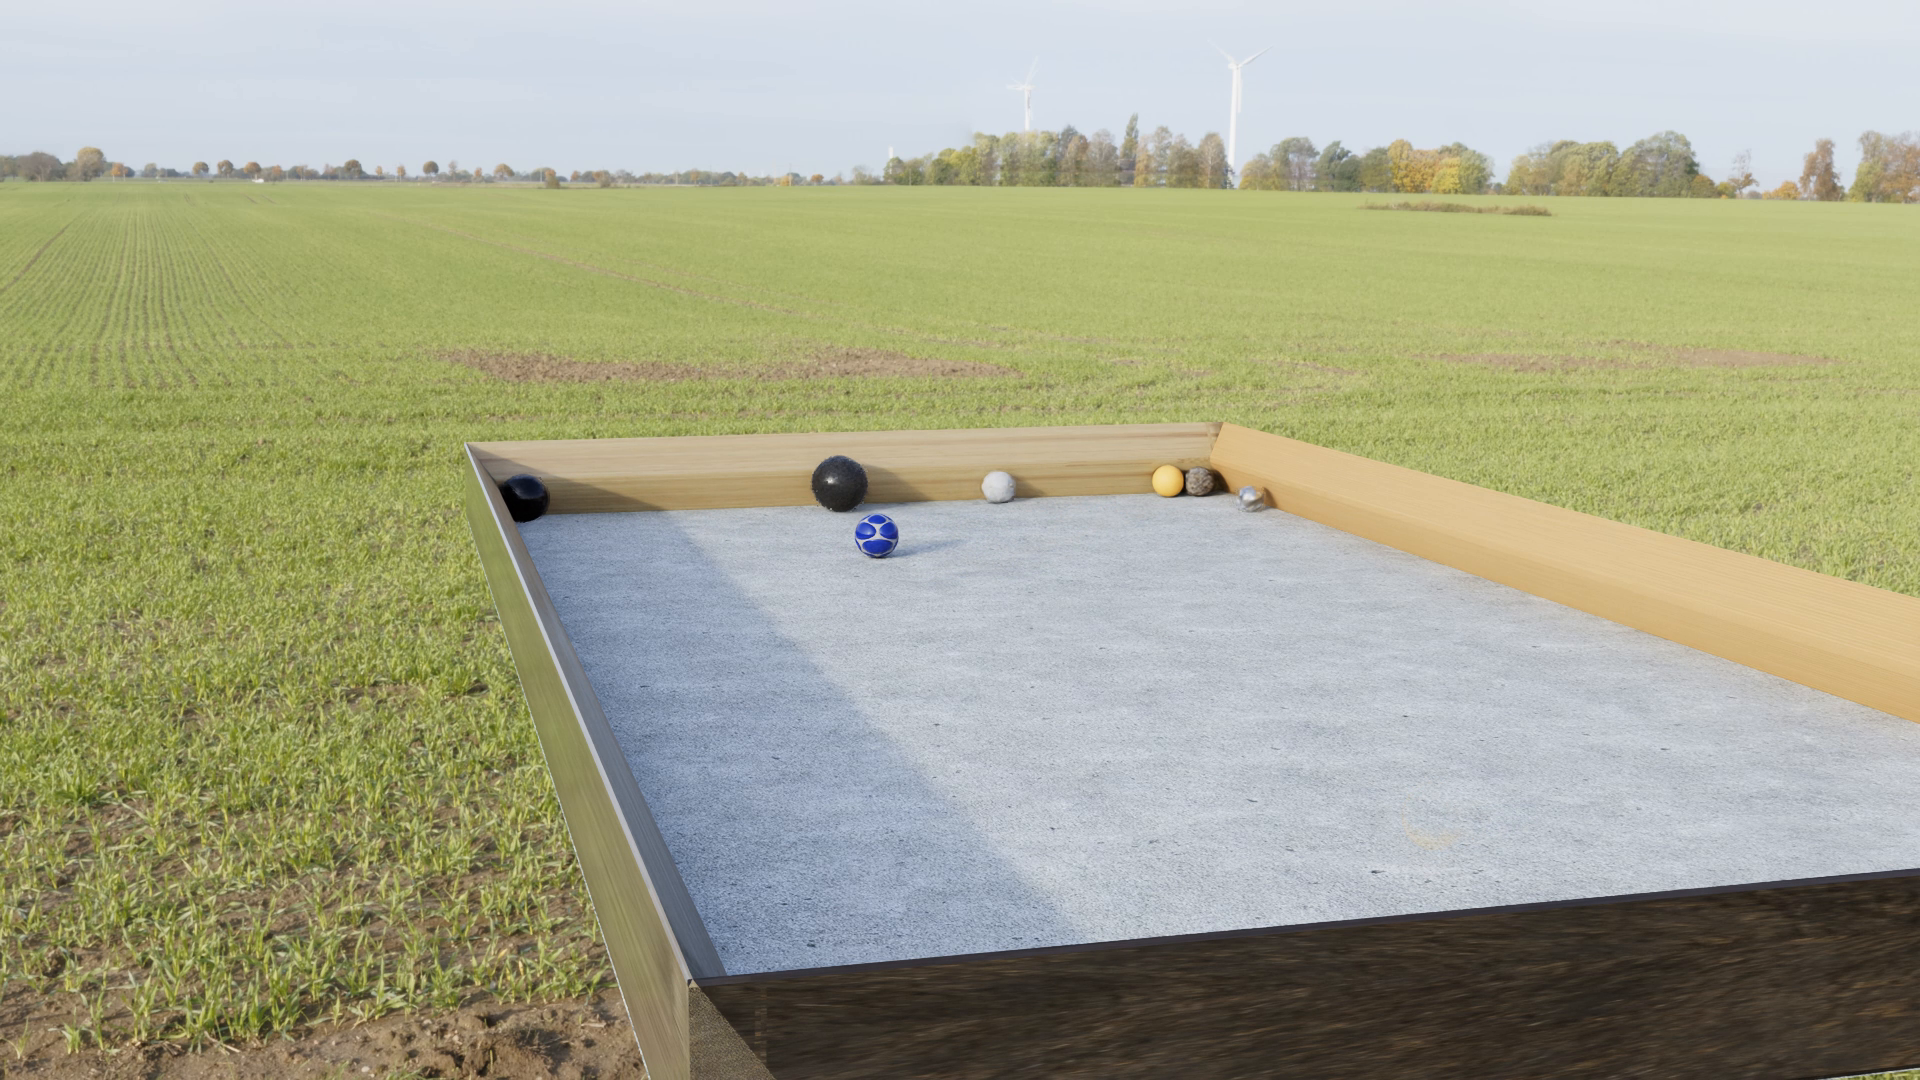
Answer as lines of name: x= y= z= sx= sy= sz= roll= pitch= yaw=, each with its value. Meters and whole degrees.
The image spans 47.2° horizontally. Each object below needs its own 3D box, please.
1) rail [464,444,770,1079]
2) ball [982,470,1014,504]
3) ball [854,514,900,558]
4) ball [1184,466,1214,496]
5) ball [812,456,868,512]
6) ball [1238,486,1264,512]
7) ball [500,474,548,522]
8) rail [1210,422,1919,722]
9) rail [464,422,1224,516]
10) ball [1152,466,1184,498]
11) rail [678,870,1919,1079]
rail: x=-0.463 y=0.094 z=2.424 sx=0.045 sy=0.125 sz=2.674 roll=-2 pitch=9 yaw=-15
ball: x=0.068 y=-0.093 z=3.878 sx=0.057 sy=0.057 sz=0.057 roll=0 pitch=9 yaw=0
ball: x=-0.124 y=-0.007 z=3.280 sx=0.067 sy=0.067 sz=0.067 roll=0 pitch=9 yaw=0
ball: x=0.431 y=-0.105 z=3.966 sx=0.054 sy=0.054 sz=0.054 roll=0 pitch=9 yaw=0
ball: x=-0.207 y=-0.097 z=3.768 sx=0.096 sy=0.096 sz=0.096 roll=0 pitch=9 yaw=0
ball: x=0.498 y=-0.070 z=3.767 sx=0.045 sy=0.045 sz=0.045 roll=0 pitch=9 yaw=0
ball: x=-0.724 y=-0.069 z=3.644 sx=0.081 sy=0.081 sz=0.081 roll=0 pitch=9 yaw=0
rail: x=0.809 y=0.042 z=2.761 sx=0.045 sy=0.125 sz=2.674 roll=-2 pitch=9 yaw=-15
rail: x=-0.167 y=-0.124 z=3.847 sx=1.364 sy=0.125 sz=0.045 roll=-2 pitch=9 yaw=-15
ball: x=0.375 y=-0.106 z=3.958 sx=0.057 sy=0.057 sz=0.057 roll=0 pitch=9 yaw=0
rail: x=0.513 y=0.260 z=1.339 sx=1.364 sy=0.125 sz=0.045 roll=-2 pitch=9 yaw=-15
